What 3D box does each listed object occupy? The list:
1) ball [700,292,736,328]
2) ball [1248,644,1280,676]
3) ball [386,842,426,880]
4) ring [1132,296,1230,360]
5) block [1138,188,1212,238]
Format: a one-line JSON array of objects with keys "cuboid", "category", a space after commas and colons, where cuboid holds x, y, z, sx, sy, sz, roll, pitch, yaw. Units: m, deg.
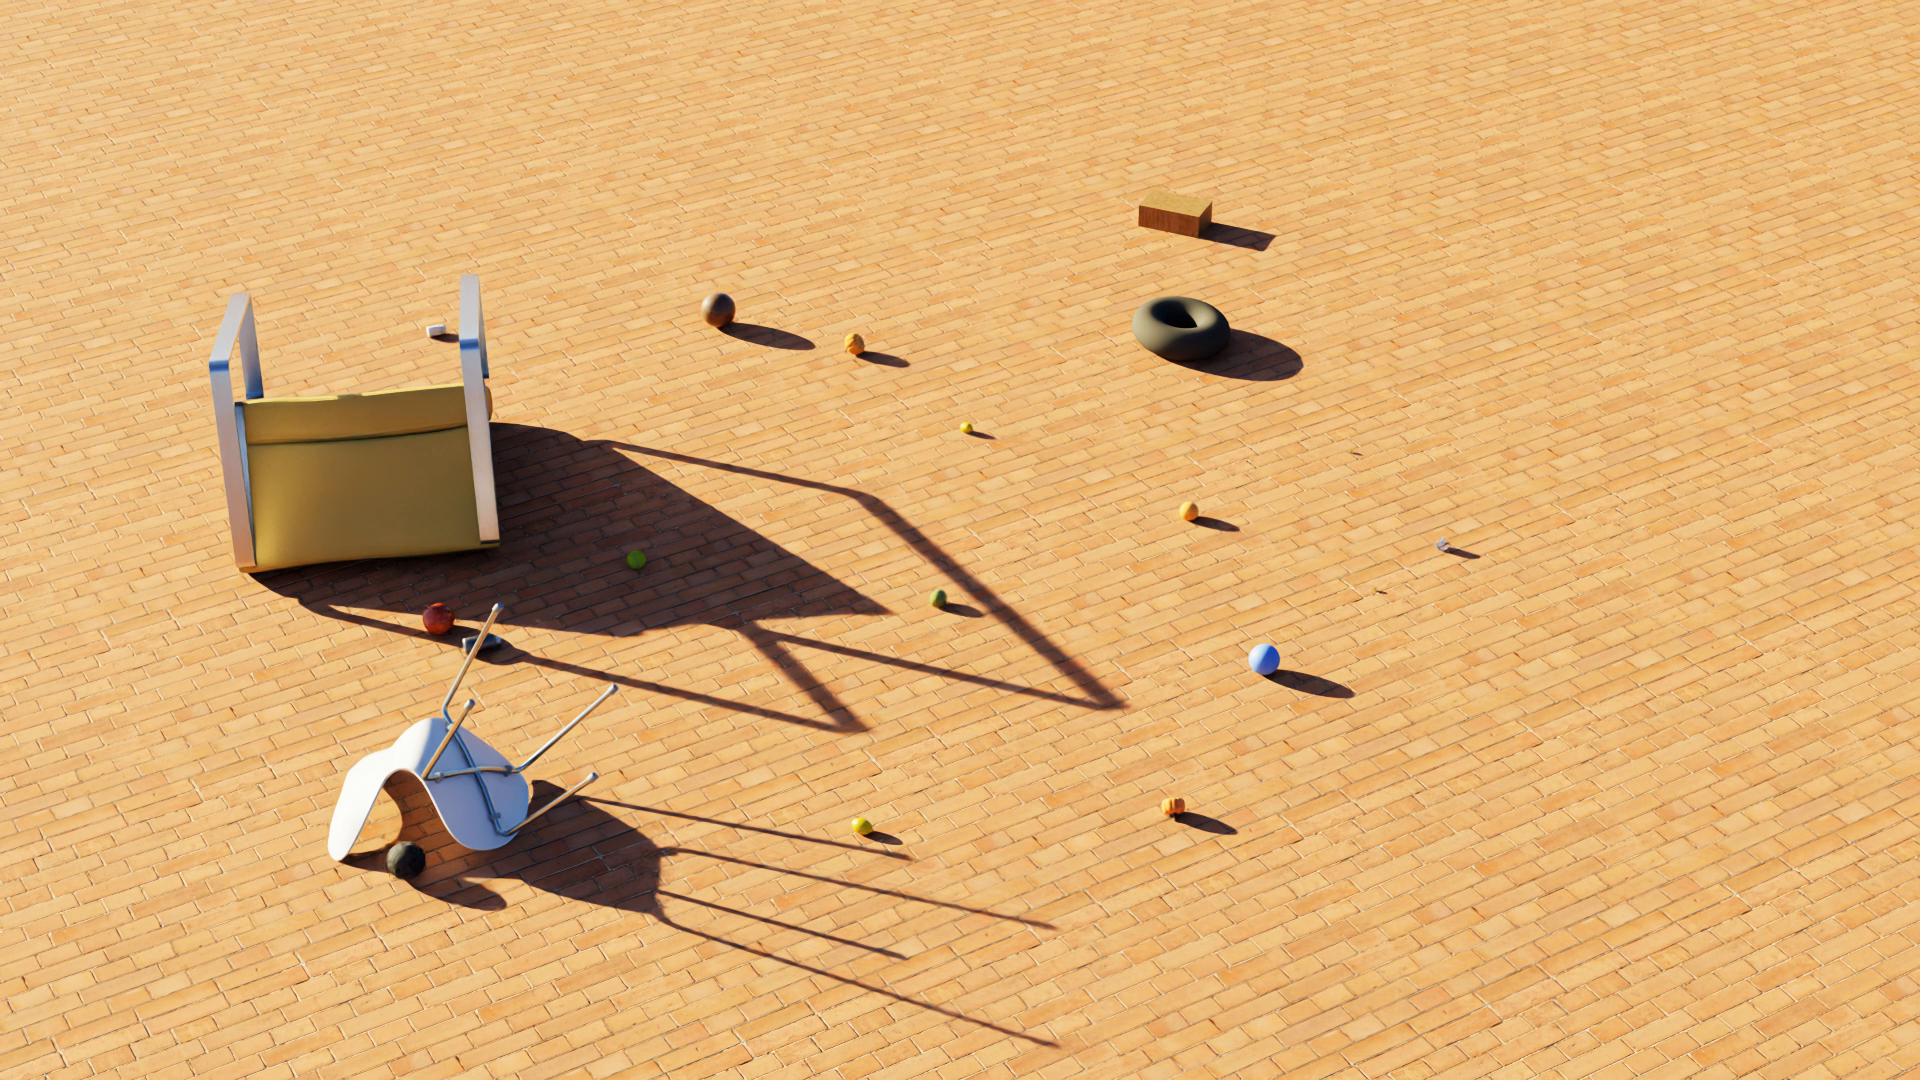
[{"cuboid": [-1.011, -0.964, 12.272, 0.149, 0.149, 0.149, 0, 33, 0], "category": "ball"}, {"cuboid": [1.061, 0.416, 10.214, 0.109, 0.109, 0.109, 0, 33, 0], "category": "ball"}, {"cuboid": [-1.755, 1.017, 9.292, 0.120, 0.120, 0.120, 0, 33, 0], "category": "ball"}, {"cuboid": [0.917, -0.878, 12.160, 0.391, 0.132, 0.431, -23, 40, -32], "category": "ring"}, {"cuboid": [0.959, -1.455, 13.058, 0.284, 0.104, 0.175, 14, 36, 20], "category": "block"}]
